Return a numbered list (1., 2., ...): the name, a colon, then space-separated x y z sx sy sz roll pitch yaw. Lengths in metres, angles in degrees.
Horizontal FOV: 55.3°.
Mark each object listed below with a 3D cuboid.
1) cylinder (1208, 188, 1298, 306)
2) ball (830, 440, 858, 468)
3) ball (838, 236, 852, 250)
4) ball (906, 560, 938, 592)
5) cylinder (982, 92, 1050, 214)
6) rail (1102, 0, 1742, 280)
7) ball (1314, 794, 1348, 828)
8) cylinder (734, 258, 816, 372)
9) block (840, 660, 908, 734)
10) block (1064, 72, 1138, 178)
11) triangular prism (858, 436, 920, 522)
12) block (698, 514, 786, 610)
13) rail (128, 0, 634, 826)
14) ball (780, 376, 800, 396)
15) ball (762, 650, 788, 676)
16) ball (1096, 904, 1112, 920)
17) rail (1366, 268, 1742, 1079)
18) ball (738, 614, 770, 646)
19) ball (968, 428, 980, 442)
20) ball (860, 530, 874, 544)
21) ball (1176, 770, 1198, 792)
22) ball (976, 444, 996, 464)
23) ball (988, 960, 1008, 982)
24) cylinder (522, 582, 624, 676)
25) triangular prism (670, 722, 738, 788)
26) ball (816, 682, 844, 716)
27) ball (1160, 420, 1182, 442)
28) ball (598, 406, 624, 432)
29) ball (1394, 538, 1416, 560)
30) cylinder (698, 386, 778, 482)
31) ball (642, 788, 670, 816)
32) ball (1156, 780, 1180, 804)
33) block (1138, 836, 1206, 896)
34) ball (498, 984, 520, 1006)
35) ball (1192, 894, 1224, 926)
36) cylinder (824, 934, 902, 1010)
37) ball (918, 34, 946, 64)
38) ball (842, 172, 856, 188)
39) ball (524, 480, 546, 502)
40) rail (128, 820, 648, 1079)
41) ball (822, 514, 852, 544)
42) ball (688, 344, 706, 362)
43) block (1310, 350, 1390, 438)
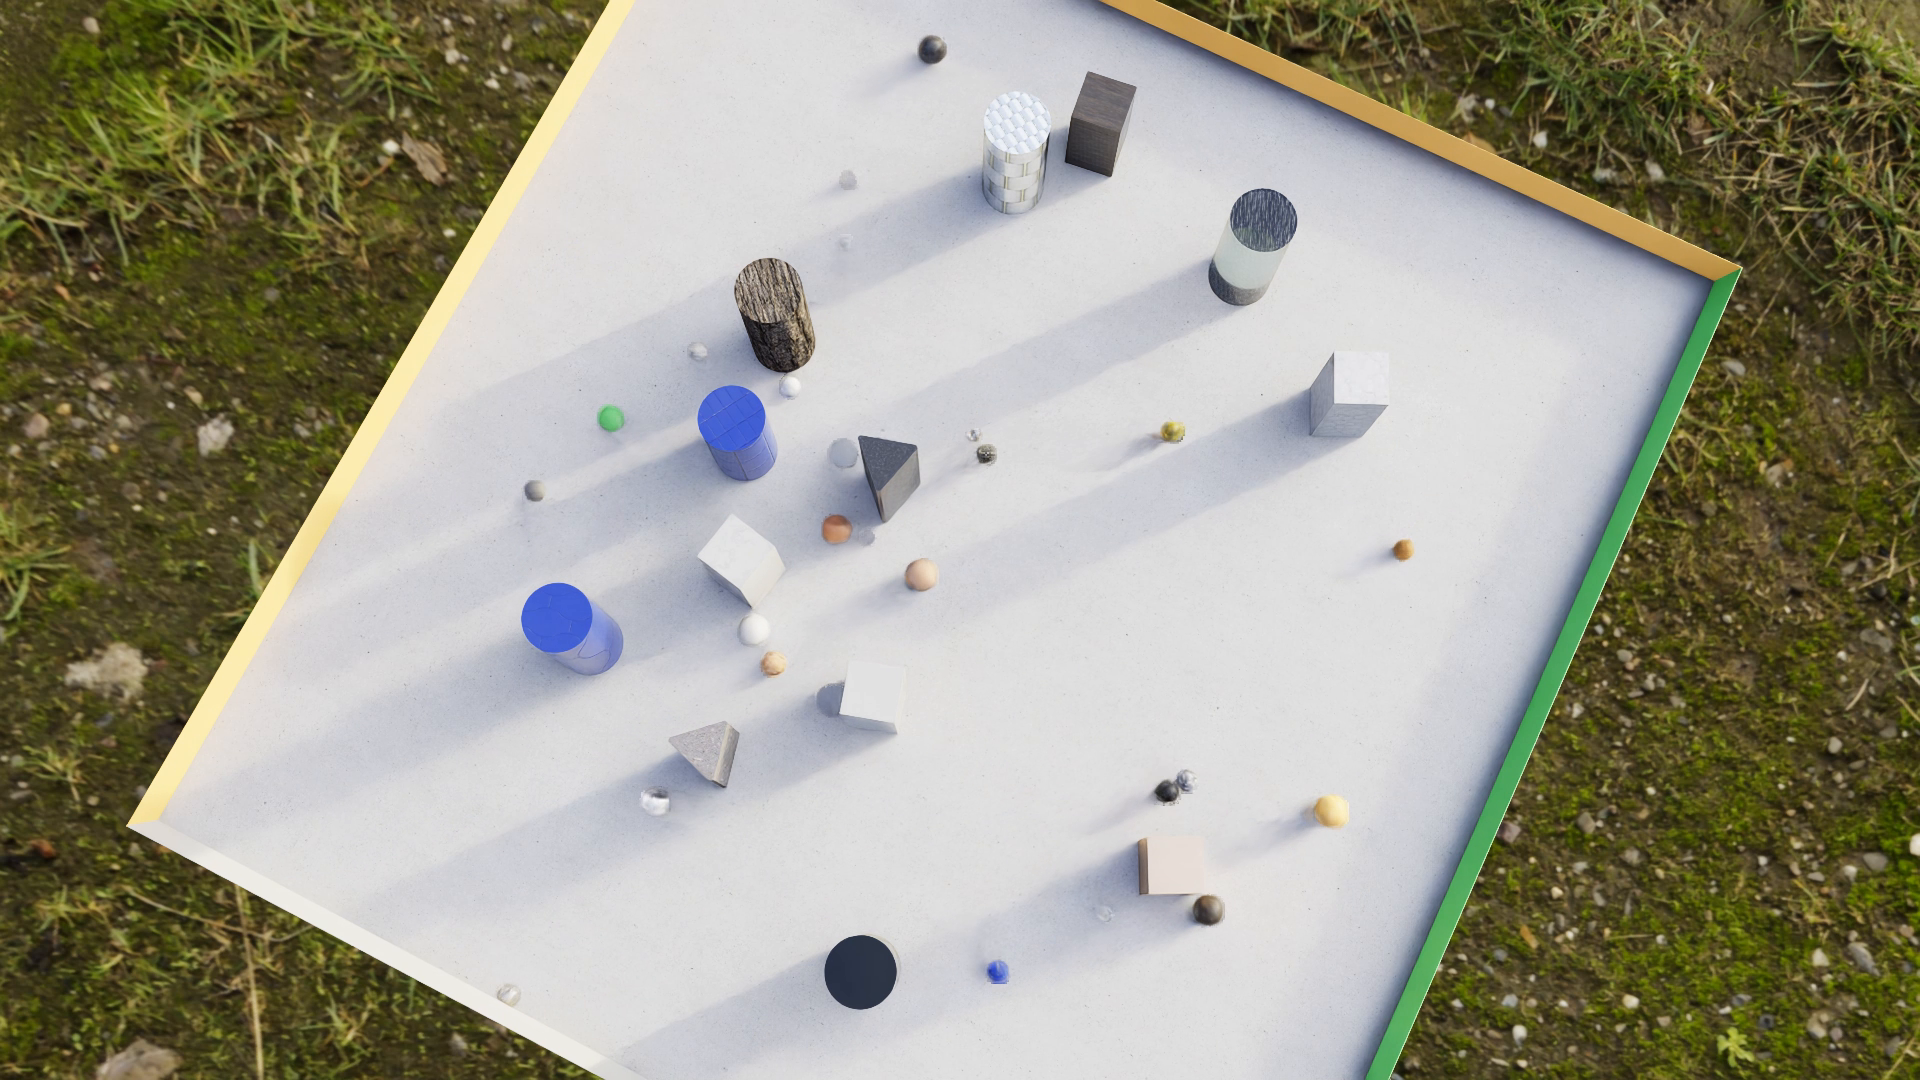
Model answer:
1. cylinder: 0.882 -0.881 5.556 0.198 0.475 0.198 0 78 0
2. ball: -0.357 -0.264 5.626 0.089 0.089 0.089 0 78 0
3. ball: -0.365 -0.940 5.787 0.046 0.046 0.046 0 78 0
4. ball: -0.118 0.107 5.545 0.097 0.097 0.097 0 78 0
5. cylinder: 0.169 -1.179 5.619 0.198 0.474 0.198 0 78 0
6. rail: 0.814 -1.588 5.879 3.562 0.128 0.045 26 80 5
7. ball: 1.093 0.799 5.401 0.099 0.099 0.099 0 78 0
8. cylinder: -0.551 -0.669 5.507 0.198 0.487 0.198 0 78 0
9. block: -0.249 0.461 5.356 0.158 0.323 0.158 10 78 2
10. block: 0.436 -1.292 5.710 0.158 0.341 0.158 19 79 4
11. triangular prism: -0.233 -0.205 5.435 0.148 0.439 0.171 40 81 8
12. block: -0.642 0.068 5.420 0.158 0.357 0.158 37 81 7
13. rail: -1.572 -0.763 5.708 0.045 0.128 3.689 26 80 5
14. ball: -0.526 -0.475 5.684 0.061 0.061 0.061 0 78 0
15. ball: -0.557 0.370 5.501 0.076 0.076 0.076 0 78 0
16. ball: 0.422 1.091 5.367 0.047 0.047 0.047 0 78 0
17. rail: 1.572 0.776 5.389 0.045 0.128 3.689 26 80 5
18. ball: -0.619 0.270 5.513 0.094 0.094 0.094 0 78 0
19. ball: 0.043 -0.323 5.662 0.041 0.041 0.041 0 78 0
20. ball: -0.283 -0.008 5.595 0.046 0.046 0.046 0 78 0
21. ball: 0.673 0.712 5.436 0.065 0.065 0.065 0 78 0
22. ball: 0.078 -0.263 5.640 0.061 0.061 0.061 0 78 0
23. ball: 0.111 1.253 5.325 0.064 0.064 0.064 0 78 0
24. cylinder: -1.118 0.264 5.316 0.198 0.481 0.198 0 78 0
25. triangular prism: -0.713 0.599 5.337 0.171 0.304 0.148 42 81 8
26. ball: -0.378 0.475 5.468 0.098 0.098 0.098 0 78 0
27. ball: 0.652 -0.336 5.653 0.066 0.066 0.066 0 78 0
28. ball: -1.075 -0.375 5.654 0.079 0.079 0.079 0 78 0
29. ball: 1.353 0.028 5.579 0.063 0.063 0.063 0 78 0
30. cylinder: -0.662 -0.316 5.492 0.198 0.371 0.198 0 78 0
31. ball: -0.899 0.773 5.414 0.083 0.083 0.083 0 78 0
32. ball: 0.615 0.746 5.426 0.071 0.071 0.071 0 78 0
33. block: 0.607 0.940 5.279 0.158 0.281 0.158 -1 78 0
34. ball: -1.307 1.320 5.310 0.066 0.066 0.066 0 78 0
35. ball: 0.724 1.080 5.347 0.090 0.090 0.090 0 78 0
36. cylinder: -0.270 1.213 5.165 0.198 0.393 0.198 0 78 0
37. ball: -0.089 -1.577 5.896 0.093 0.093 0.093 0 78 0
38. ball: -0.353 -1.147 5.829 0.049 0.049 0.049 0 78 0
39. ball: -1.300 -0.149 5.614 0.065 0.065 0.065 0 78 0
40. rail: -0.814 1.602 5.218 3.562 0.128 0.045 26 80 5
41. ball: -0.373 -0.033 5.578 0.090 0.090 0.090 0 78 0
42. ball: -0.817 -0.585 5.709 0.057 0.057 0.057 0 78 0
43. block: 1.169 -0.435 5.516 0.158 0.373 0.158 2 78 0
